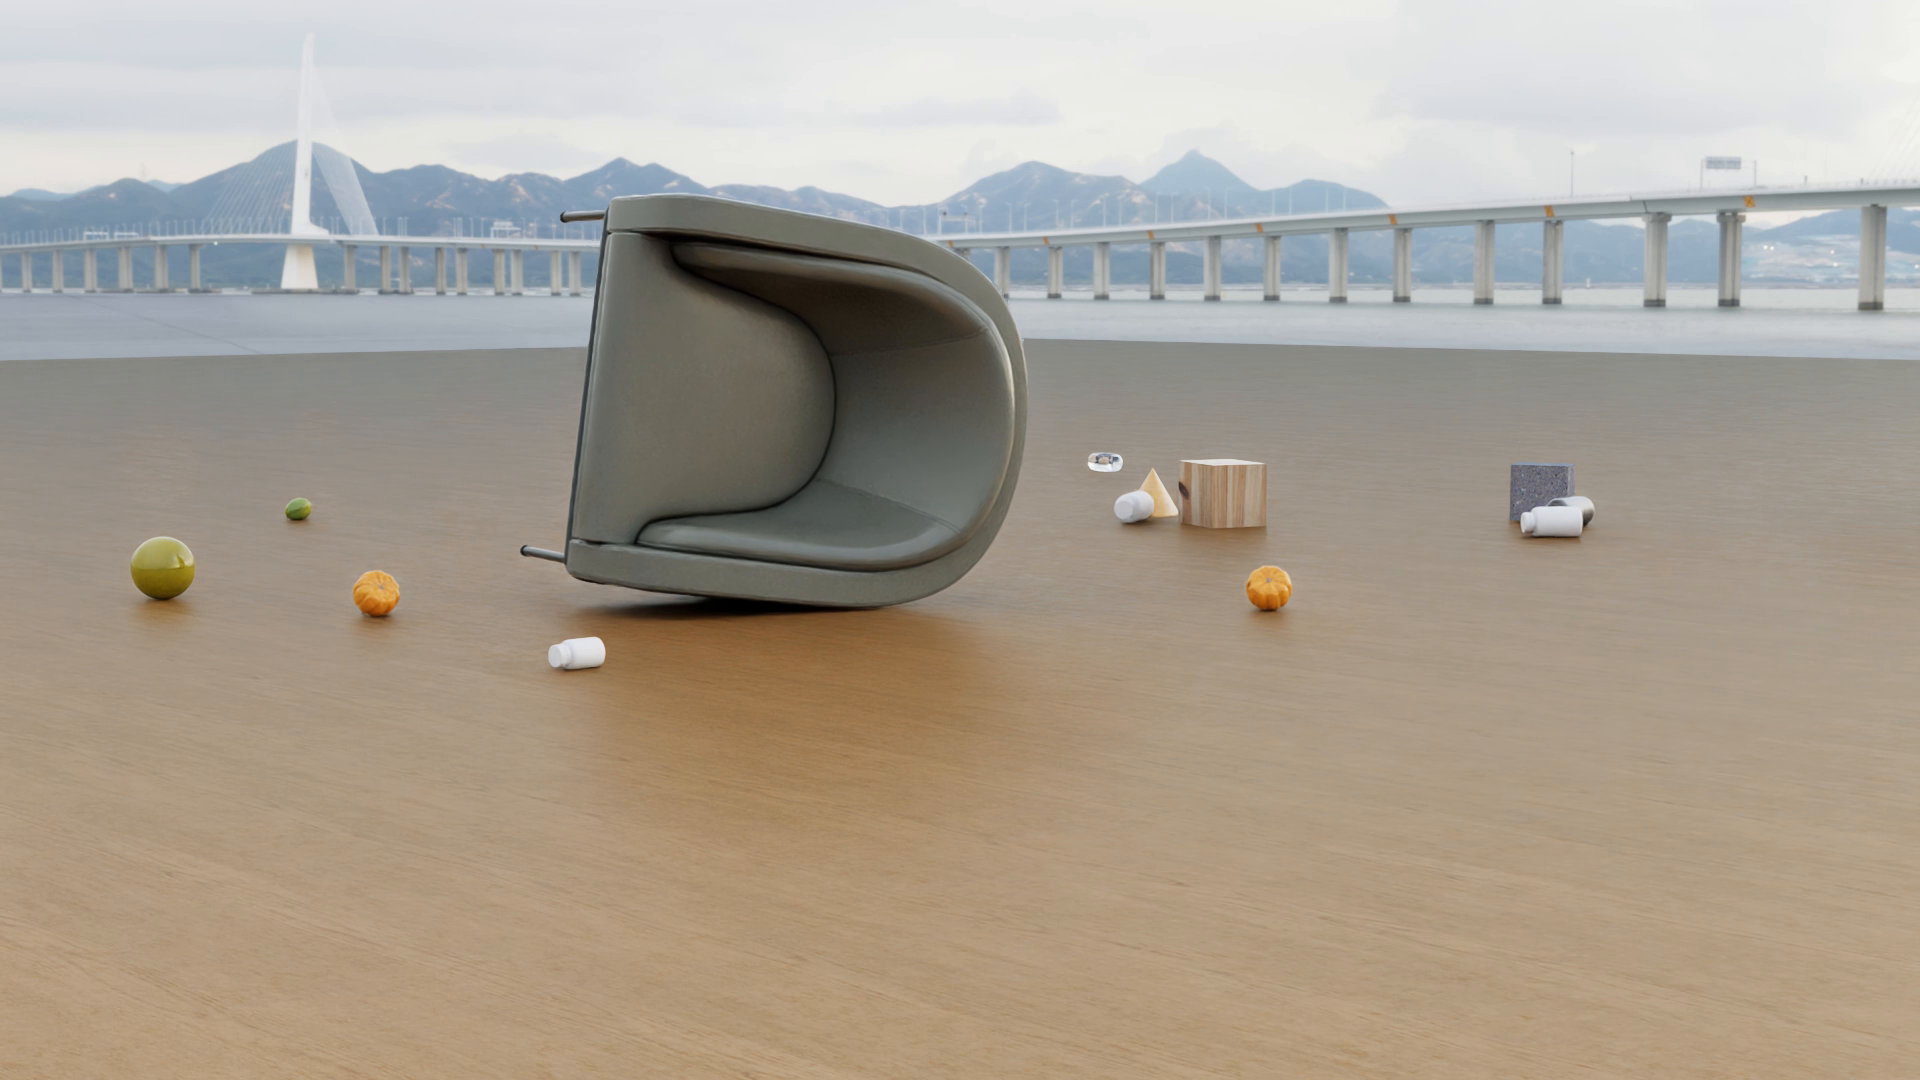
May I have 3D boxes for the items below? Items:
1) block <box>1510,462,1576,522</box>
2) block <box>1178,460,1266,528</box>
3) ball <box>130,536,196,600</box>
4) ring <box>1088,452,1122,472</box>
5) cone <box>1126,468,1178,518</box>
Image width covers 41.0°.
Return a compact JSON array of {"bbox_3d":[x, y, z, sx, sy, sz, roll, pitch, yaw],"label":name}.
[{"bbox_3d":[1.577,-0.130,6.943,0.153,0.150,0.112,3,6,23],"label":"block"},{"bbox_3d":[0.697,-0.125,6.818,0.161,0.165,0.190,-2,6,-23],"label":"block"},{"bbox_3d":[-1.625,0.057,5.229,0.129,0.129,0.129,0,6,0],"label":"ball"},{"bbox_3d":[0.492,-0.263,8.696,0.090,0.057,0.138,-8,11,-44],"label":"ring"},{"bbox_3d":[0.537,-0.139,7.147,0.151,0.126,0.273,0,6,0],"label":"cone"}]
